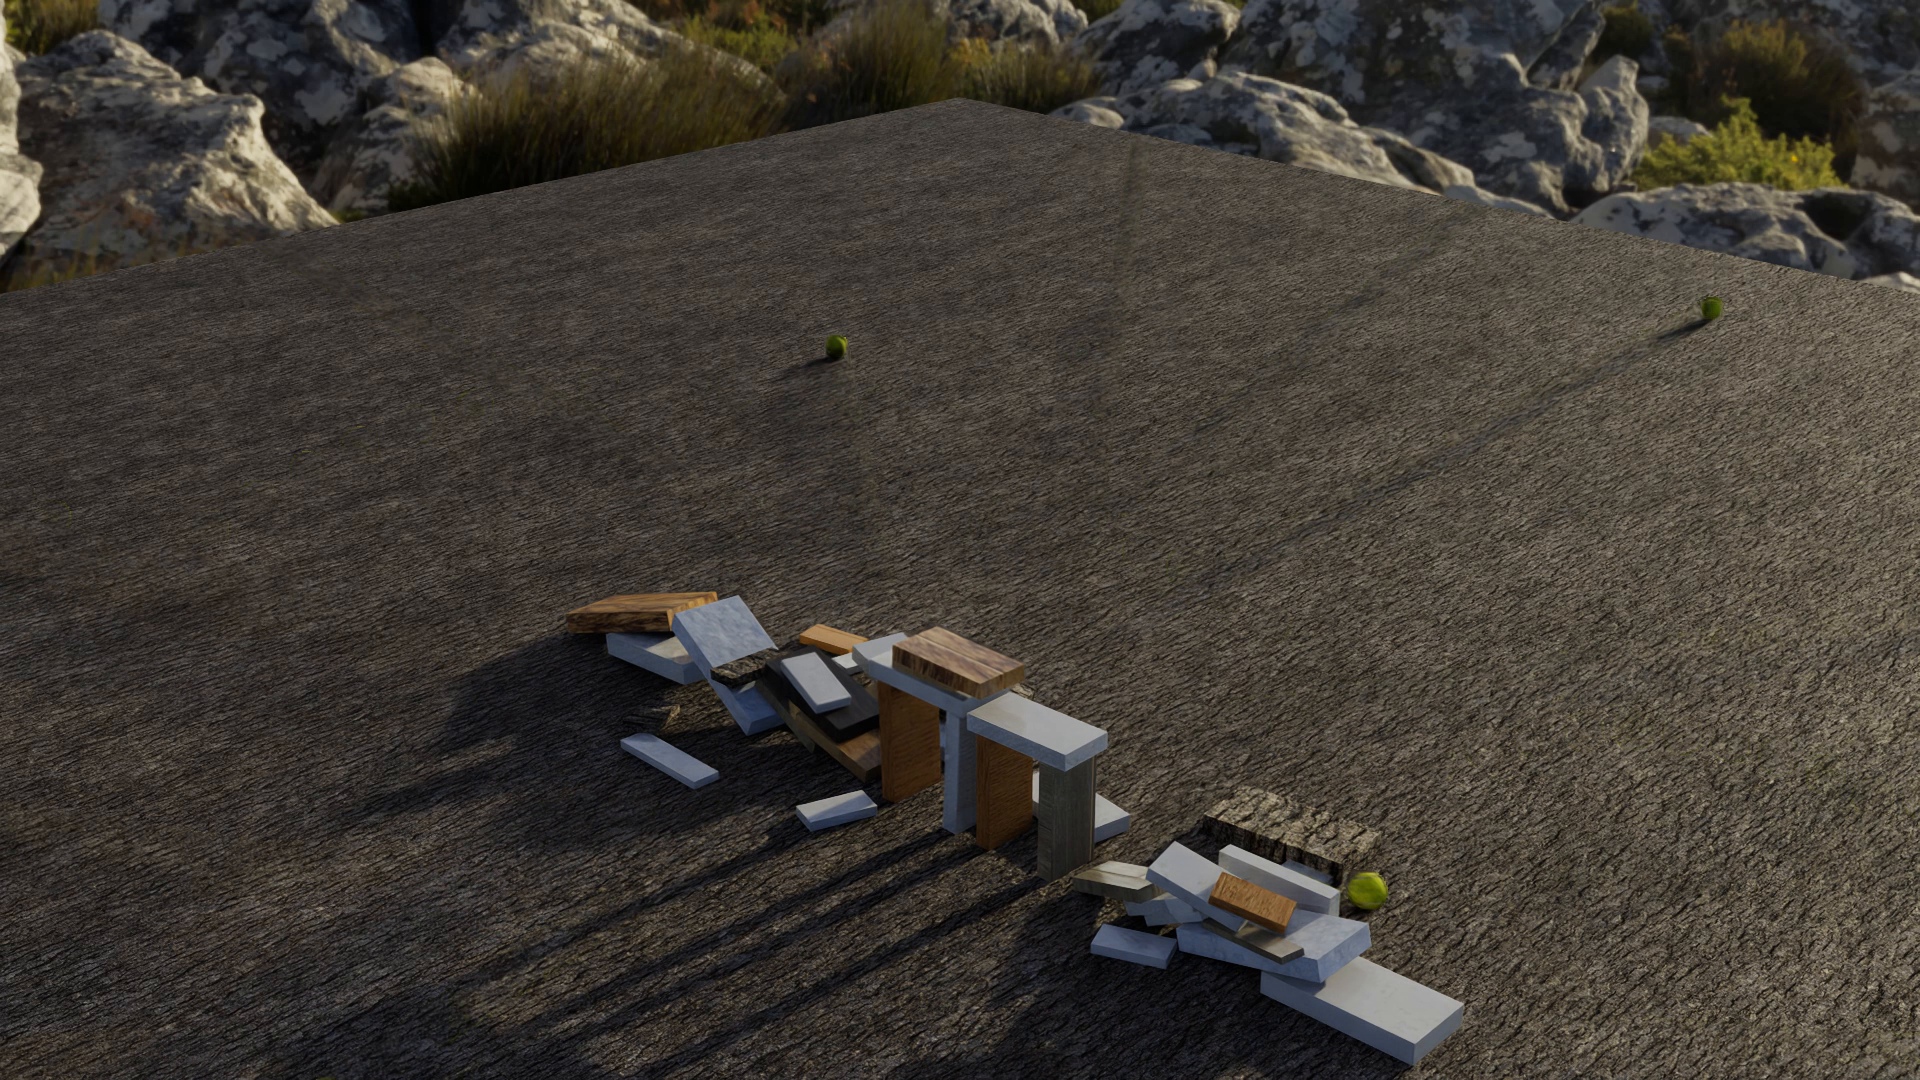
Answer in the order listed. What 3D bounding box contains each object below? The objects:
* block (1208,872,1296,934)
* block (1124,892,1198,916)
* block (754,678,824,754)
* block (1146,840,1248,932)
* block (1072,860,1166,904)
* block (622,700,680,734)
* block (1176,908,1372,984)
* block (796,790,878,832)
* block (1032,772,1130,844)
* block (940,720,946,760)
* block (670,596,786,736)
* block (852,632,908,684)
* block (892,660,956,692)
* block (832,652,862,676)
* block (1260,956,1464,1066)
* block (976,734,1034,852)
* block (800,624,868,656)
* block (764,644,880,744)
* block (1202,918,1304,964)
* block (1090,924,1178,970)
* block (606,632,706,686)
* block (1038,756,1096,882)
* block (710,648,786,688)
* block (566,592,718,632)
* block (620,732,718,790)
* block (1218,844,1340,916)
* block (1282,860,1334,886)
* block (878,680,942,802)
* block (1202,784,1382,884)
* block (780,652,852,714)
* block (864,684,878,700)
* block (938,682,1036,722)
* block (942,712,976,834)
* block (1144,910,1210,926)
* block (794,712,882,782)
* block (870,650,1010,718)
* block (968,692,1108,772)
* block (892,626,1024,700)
[{"bbox_3d":[0.520,0.644,3.907,0.142,0.020,0.071,21,36,14],"label":"block"},{"bbox_3d":[0.401,0.660,4.054,0.097,0.028,0.194,-18,0,-35],"label":"block"},{"bbox_3d":[-0.335,0.362,4.765,0.113,0.032,0.226,-18,50,-36],"label":"block"},{"bbox_3d":[0.442,0.623,3.958,0.194,0.028,0.097,28,38,23],"label":"block"},{"bbox_3d":[0.310,0.642,4.134,0.097,0.028,0.194,-17,9,-34],"label":"block"},{"bbox_3d":[-0.673,0.386,4.799,0.073,0.021,0.147,6,16,13],"label":"block"},{"bbox_3d":[0.559,0.711,3.936,0.312,0.044,0.156,4,19,45],"label":"block"},{"bbox_3d":[-0.249,0.547,4.446,0.147,0.021,0.073,-11,25,-25],"label":"block"},{"bbox_3d":[0.218,0.538,4.447,0.122,0.035,0.244,-16,28,-32],"label":"block"},{"bbox_3d":[-0.060,0.403,4.708,0.226,0.032,0.113,28,34,26],"label":"block"},{"bbox_3d":[-0.482,0.274,4.870,0.168,0.048,0.337,-16,54,-35],"label":"block"},{"bbox_3d":[-0.109,0.310,4.931,0.131,0.037,0.306,-14,34,-29],"label":"block"},{"bbox_3d":[-0.046,0.253,4.360,0.165,0.023,0.082,20,30,38],"label":"block"},{"bbox_3d":[-0.226,0.277,5.084,0.129,0.018,0.064,-16,28,-33],"label":"block"},{"bbox_3d":[0.697,0.797,3.825,0.312,0.044,0.156,20,30,39],"label":"block"},{"bbox_3d":[0.088,0.475,4.324,0.035,0.248,0.124,21,31,40],"label":"block"},{"bbox_3d":[-0.298,0.237,5.176,0.147,0.021,0.073,15,27,31],"label":"block"},{"bbox_3d":[-0.289,0.328,4.717,0.131,0.037,0.263,-20,44,-37],"label":"block"},{"bbox_3d":[0.515,0.702,3.882,0.049,0.014,0.234,-17,15,-27],"label":"block"},{"bbox_3d":[0.316,0.738,3.995,0.142,0.020,0.071,9,25,20],"label":"block"},{"bbox_3d":[-0.650,0.250,5.034,0.168,0.048,0.337,-17,20,-36],"label":"block"},{"bbox_3d":[0.205,0.521,4.216,0.035,0.248,0.124,21,31,41],"label":"block"},{"bbox_3d":[-0.453,0.278,4.794,0.165,0.023,0.082,-19,24,-37],"label":"block"},{"bbox_3d":[-0.747,0.170,5.166,0.337,0.048,0.168,-3,12,38],"label":"block"},{"bbox_3d":[-0.615,0.463,4.645,0.064,0.018,0.255,-21,31,-40],"label":"block"},{"bbox_3d":[0.583,0.661,4.046,0.244,0.122,0.035,19,30,38],"label":"block"},{"bbox_3d":[0.661,0.645,4.222,0.099,0.014,0.049,18,29,36],"label":"block"},{"bbox_3d":[-0.102,0.392,4.498,0.037,0.264,0.132,19,29,42],"label":"block"},{"bbox_3d":[0.654,0.578,4.343,0.312,0.044,0.156,17,28,34],"label":"block"},{"bbox_3d":[-0.308,0.304,4.692,0.082,0.023,0.165,-13,40,-30],"label":"block"},{"bbox_3d":[-0.196,0.350,4.912,0.129,0.018,0.064,-20,30,-39],"label":"block"},{"bbox_3d":[0.059,0.355,4.795,0.131,0.037,0.263,23,22,15],"label":"block"},{"bbox_3d":[0.029,0.443,4.377,0.132,0.264,0.037,-21,33,-41],"label":"block"},{"bbox_3d":[0.414,0.682,4.040,0.071,0.020,0.142,-20,2,-42],"label":"block"},{"bbox_3d":[-0.233,0.420,4.658,0.113,0.032,0.226,-23,46,-39],"label":"block"},{"bbox_3d":[-0.042,0.275,4.387,0.264,0.037,0.132,21,31,40],"label":"block"},{"bbox_3d":[0.147,0.366,4.217,0.248,0.035,0.124,20,30,39],"label":"block"},{"bbox_3d":[-0.004,0.240,4.317,0.122,0.035,0.244,-21,31,-40],"label":"block"}]
